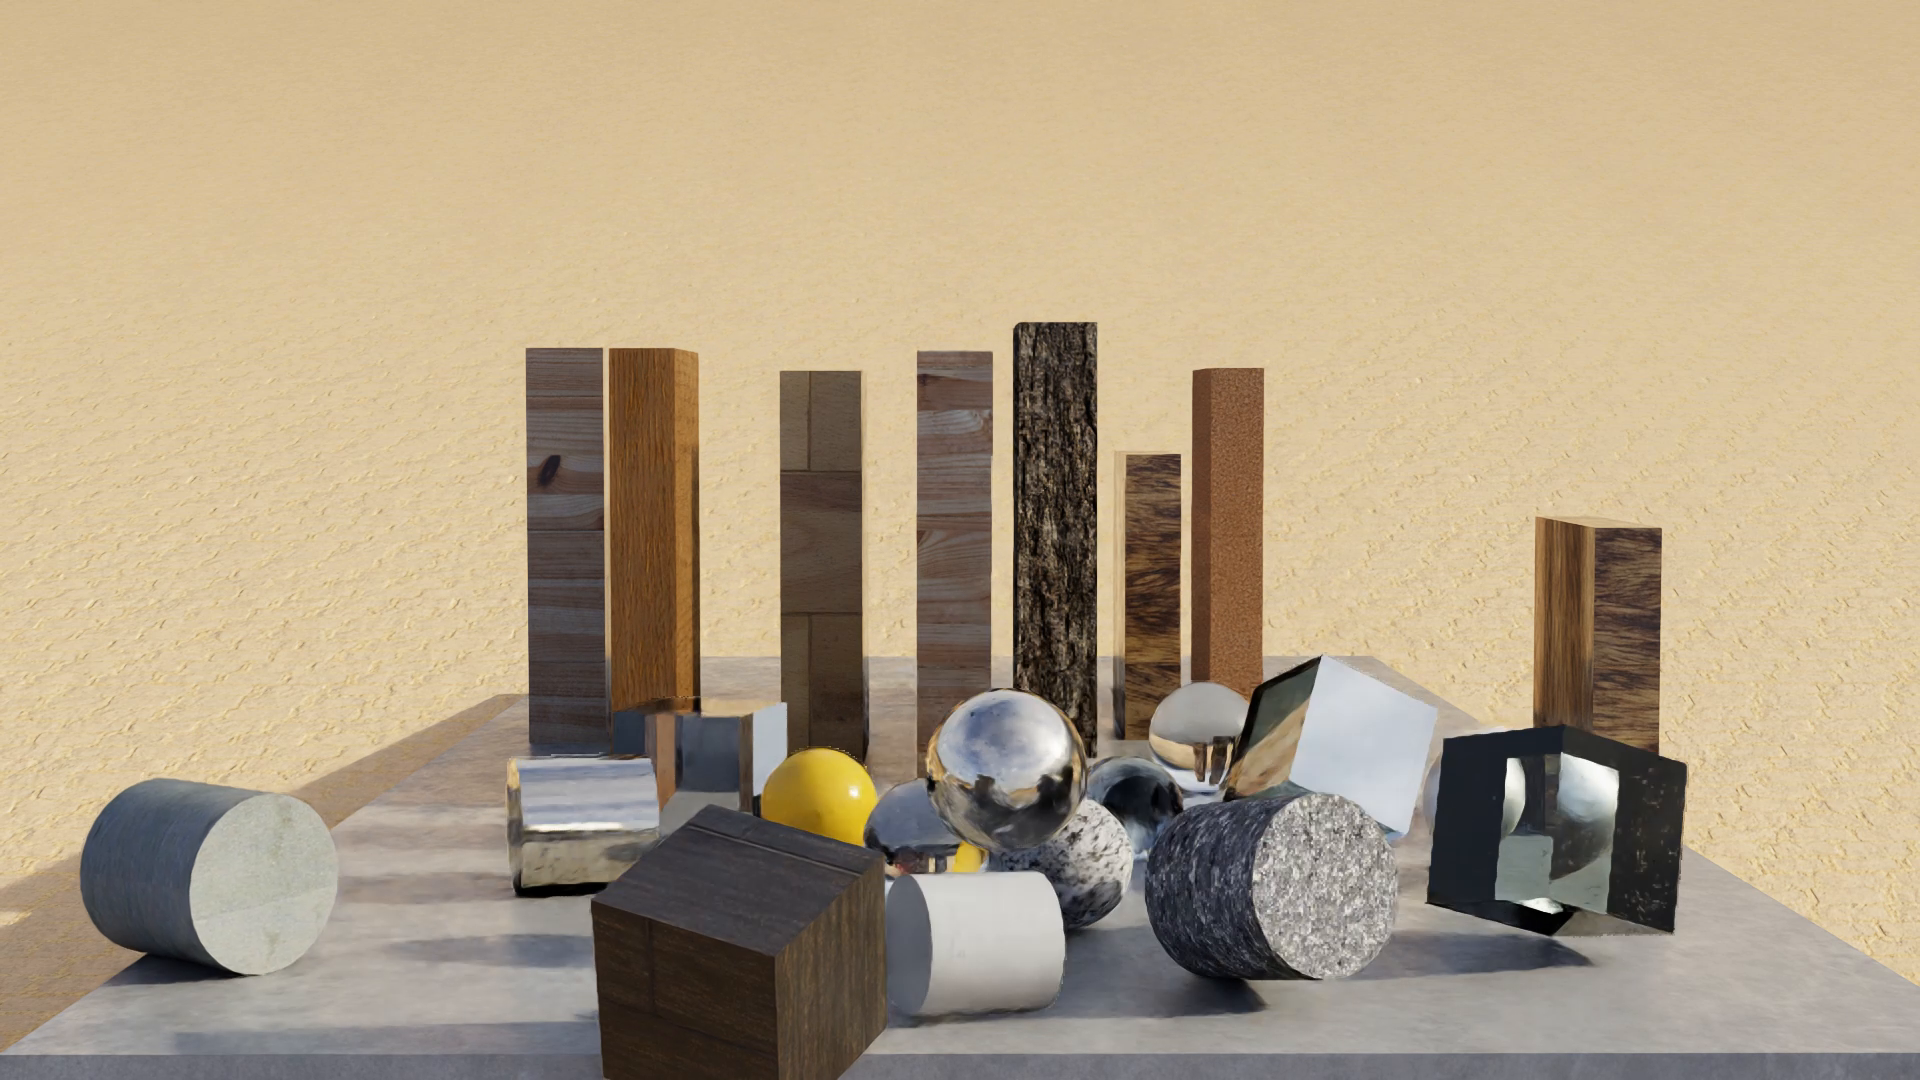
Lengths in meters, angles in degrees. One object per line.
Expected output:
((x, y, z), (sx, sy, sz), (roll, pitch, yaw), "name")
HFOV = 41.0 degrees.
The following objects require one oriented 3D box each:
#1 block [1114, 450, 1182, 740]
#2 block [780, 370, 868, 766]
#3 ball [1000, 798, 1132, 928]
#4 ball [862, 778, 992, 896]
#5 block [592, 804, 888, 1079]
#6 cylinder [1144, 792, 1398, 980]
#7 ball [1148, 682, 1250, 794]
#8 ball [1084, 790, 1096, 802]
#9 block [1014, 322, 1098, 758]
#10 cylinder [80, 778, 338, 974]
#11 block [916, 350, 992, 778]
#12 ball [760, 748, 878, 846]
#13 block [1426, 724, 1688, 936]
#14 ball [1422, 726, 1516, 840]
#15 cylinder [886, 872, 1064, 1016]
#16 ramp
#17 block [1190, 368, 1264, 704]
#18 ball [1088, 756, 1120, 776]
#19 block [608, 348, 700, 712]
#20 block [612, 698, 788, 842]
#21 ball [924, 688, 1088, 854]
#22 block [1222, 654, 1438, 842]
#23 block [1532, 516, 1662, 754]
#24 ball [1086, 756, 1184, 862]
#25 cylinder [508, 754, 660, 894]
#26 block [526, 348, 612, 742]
((0.366, 0.099, 5.070), (0.105, 0.544, 0.376), (0, 3, 0), "block")
((-0.244, 0.044, 4.661), (0.144, 0.698, 0.304), (0, 3, 0), "block")
((0.130, 0.393, 3.139), (0.163, 0.163, 0.163), (0, 21, 0), "ball")
((-0.041, 0.385, 3.254), (0.166, 0.166, 0.166), (0, 21, 0), "ball")
((-0.210, 0.413, 2.493), (0.202, 0.202, 0.202), (12, 27, 25), "block")
((0.337, 0.378, 2.792), (0.195, 0.195, 0.195), (-14, -1, -32), "cylinder")
((0.402, 0.325, 4.228), (0.183, 0.183, 0.183), (0, 21, 0), "ball")
((0.123, 0.387, 3.471), (0.139, 0.139, 0.139), (0, 21, 0), "ball")
((0.176, -0.008, 4.820), (0.143, 0.786, 0.368), (0, 3, 0), "block")
((-0.860, 0.383, 2.948), (0.203, 0.203, 0.203), (2, 19, 37), "cylinder")
((-0.010, 0.038, 4.499), (0.126, 0.728, 0.448), (0, 3, 0), "block")
((-0.195, 0.370, 3.558), (0.164, 0.164, 0.164), (0, 21, 0), "ball")
((0.693, 0.341, 2.985), (0.197, 0.197, 0.197), (18, -17, -29), "block")
((0.728, 0.354, 3.469), (0.204, 0.204, 0.204), (0, 21, 0), "ball")
((0.012, 0.421, 2.688), (0.146, 0.146, 0.146), (2, 19, -22), "cylinder")
((0.050, 0.451, 4.532), (2.000, 0.100, 4.000), (0, 3, 0), "ramp")
((0.572, -0.010, 5.524), (0.109, 0.714, 0.427), (0, 3, 0), "block")
((0.233, 0.379, 3.800), (0.119, 0.119, 0.119), (0, 21, 0), "ball")
((-0.499, 0.052, 4.240), (0.103, 0.727, 0.376), (0, 3, 0), "block")
((-0.380, 0.343, 3.782), (0.195, 0.195, 0.195), (1, 3, 17), "block")
((0.053, 0.266, 2.970), (0.190, 0.190, 0.190), (0, 21, 0), "ball")
((0.496, 0.294, 3.455), (0.184, 0.184, 0.184), (25, -25, -14), "block")
((0.954, 0.203, 3.870), (0.096, 0.462, 0.379), (0, 3, 0), "block")
((0.240, 0.376, 3.598), (0.147, 0.147, 0.147), (0, 21, 0), "ball")
((-0.498, 0.372, 3.387), (0.175, 0.175, 0.175), (-1, 21, -17), "cylinder")
((-0.742, 0.003, 4.991), (0.146, 0.746, 0.299), (0, 3, 0), "block")
